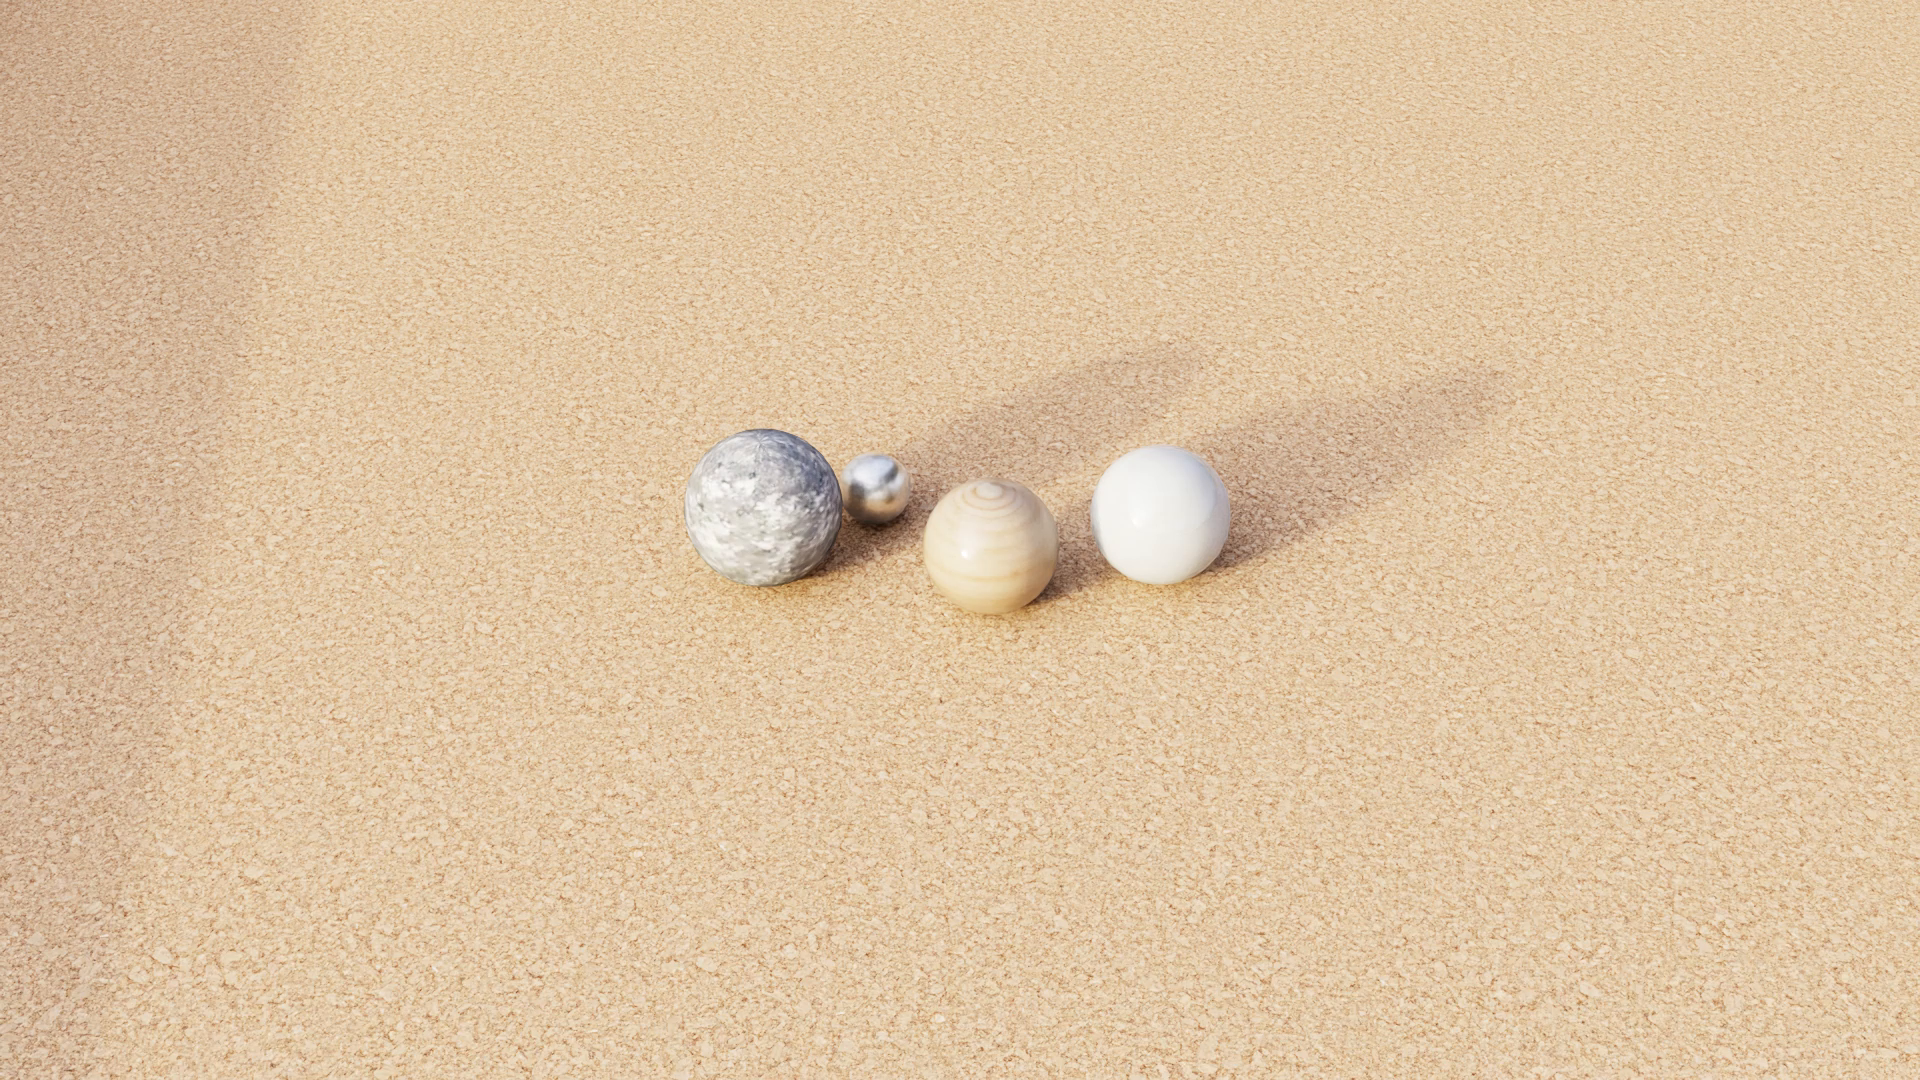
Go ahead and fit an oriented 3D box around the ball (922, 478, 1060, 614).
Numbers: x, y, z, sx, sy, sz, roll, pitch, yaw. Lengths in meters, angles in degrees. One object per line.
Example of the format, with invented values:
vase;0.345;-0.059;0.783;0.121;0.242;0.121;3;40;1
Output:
ball;0.019;0.004;1.544;0.083;0.083;0.083;0;36;0

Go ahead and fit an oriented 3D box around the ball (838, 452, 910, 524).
ball;-0.054;-0.033;1.624;0.046;0.046;0.046;0;36;0

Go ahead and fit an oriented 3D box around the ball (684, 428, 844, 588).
ball;-0.120;-0.019;1.563;0.097;0.097;0.097;0;36;0

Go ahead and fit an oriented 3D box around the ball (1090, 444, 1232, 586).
ball;0.122;-0.015;1.567;0.086;0.086;0.086;0;36;0
